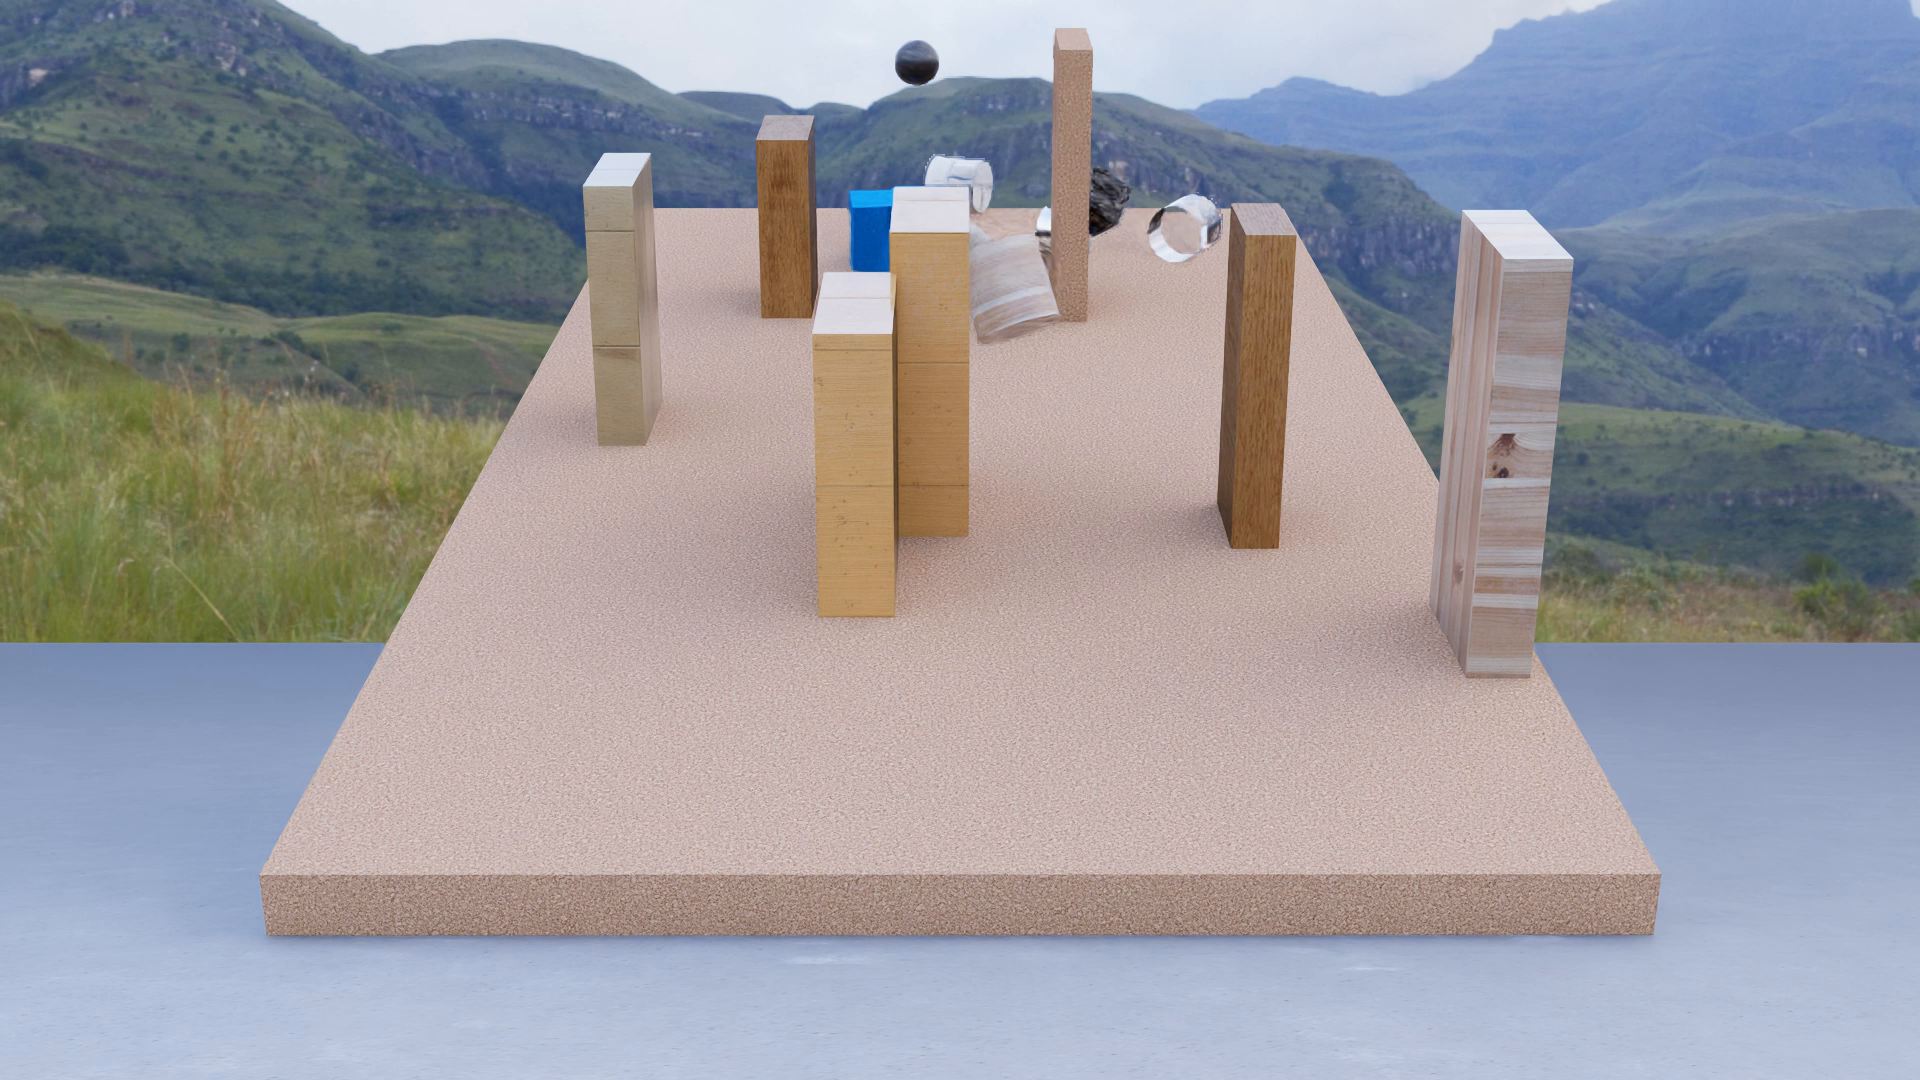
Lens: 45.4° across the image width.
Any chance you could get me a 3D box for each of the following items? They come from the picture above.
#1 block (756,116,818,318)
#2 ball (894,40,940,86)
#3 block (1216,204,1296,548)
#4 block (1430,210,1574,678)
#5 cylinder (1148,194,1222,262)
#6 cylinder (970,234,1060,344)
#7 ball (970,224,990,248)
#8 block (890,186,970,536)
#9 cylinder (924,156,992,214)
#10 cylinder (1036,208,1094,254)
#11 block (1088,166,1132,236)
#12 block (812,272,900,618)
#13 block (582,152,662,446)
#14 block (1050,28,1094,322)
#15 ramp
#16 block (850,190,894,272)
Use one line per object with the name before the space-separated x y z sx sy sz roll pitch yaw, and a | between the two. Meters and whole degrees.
block | -0.445 -0.839 5.937 0.129 0.460 0.310 0 22 0
ball | -0.117 -1.298 6.233 0.123 0.123 0.123 0 -2 0
block | 0.568 -0.316 4.422 0.092 0.619 0.247 0 22 0
block | 0.910 -0.164 3.895 0.109 0.729 0.323 0 22 0
cylinder | 0.631 -0.874 6.433 0.159 0.159 0.159 -1 19 28
cylinder | 0.108 -0.579 5.290 0.197 0.197 0.197 -17 -4 -1
ball | 0.007 -0.762 6.140 0.168 0.168 0.168 0 -2 0
block | -0.057 -0.357 4.536 0.149 0.608 0.368 0 22 0
cylinder | -0.003 -1.073 6.929 0.156 0.156 0.156 9 1 22
cylinder | 0.294 -0.862 6.438 0.129 0.129 0.129 10 1 19
block | 0.372 -0.927 6.275 0.121 0.121 0.121 31 -22 -22
block | -0.186 -0.181 4.201 0.136 0.529 0.398 0 22 0
block | -0.732 -0.528 5.010 0.102 0.571 0.319 0 22 0
block | 0.283 -0.938 5.879 0.082 0.689 0.330 0 22 0
ramp | -0.006 -0.220 5.146 2.000 0.100 4.000 0 22 0
block | -0.200 -0.843 6.305 0.195 0.195 0.195 -2 22 -5
